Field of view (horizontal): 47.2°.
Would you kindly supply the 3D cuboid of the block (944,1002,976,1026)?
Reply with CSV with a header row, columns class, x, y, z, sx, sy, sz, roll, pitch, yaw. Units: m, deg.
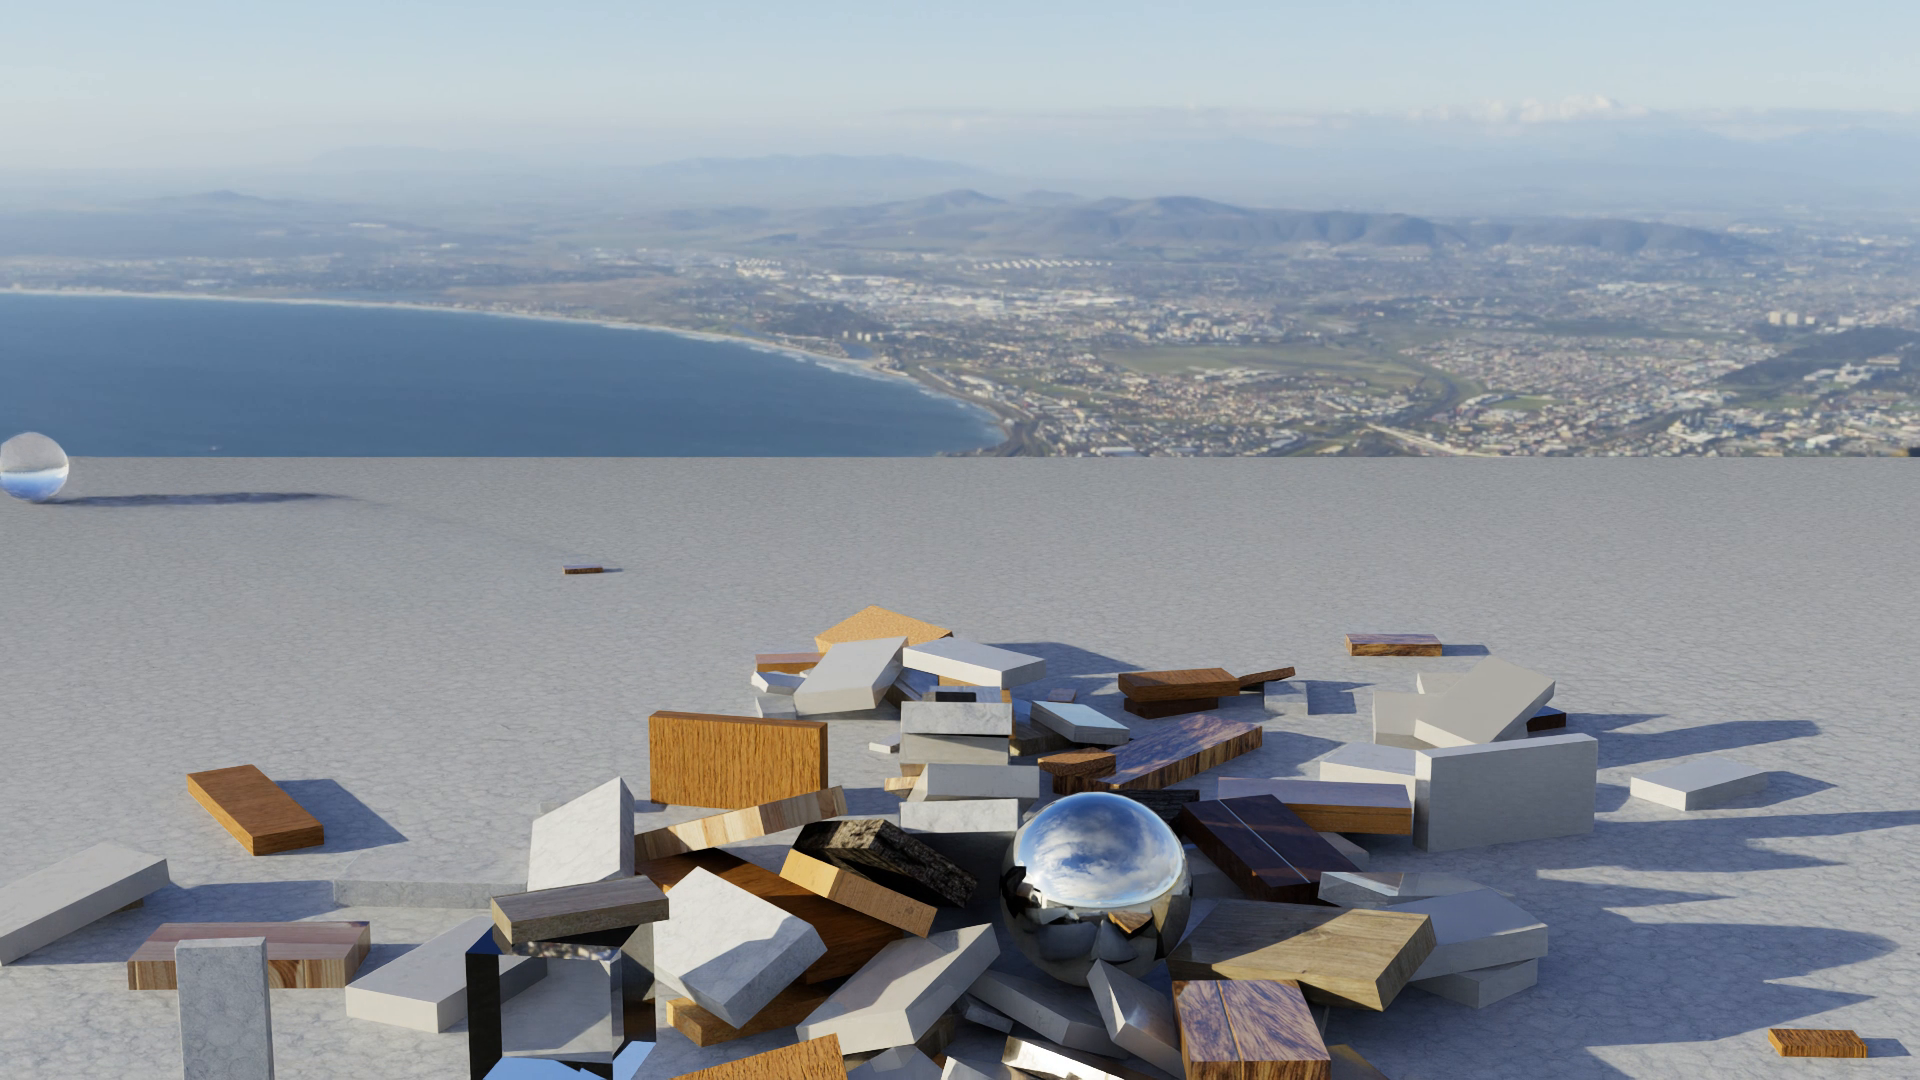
class,x,y,z,sx,sy,sz,roll,pitch,yaw
block,-0.052,0.678,3.140,0.136,0.019,0.068,-4,11,-22

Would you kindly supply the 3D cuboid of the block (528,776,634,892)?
class,x,y,z,sx,sy,sz,roll,pitch,yaw
block,-0.618,0.516,3.596,0.168,0.048,0.337,-28,21,2

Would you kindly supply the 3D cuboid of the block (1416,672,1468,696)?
class,x,y,z,sx,sy,sz,roll,pitch,yaw
block,1.037,0.356,4.632,0.108,0.031,0.229,0,30,1

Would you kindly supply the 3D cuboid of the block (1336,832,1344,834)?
class,x,y,z,sx,sy,sz,roll,pitch,yaw
block,0.604,0.513,3.985,0.249,0.035,0.125,-9,14,-40

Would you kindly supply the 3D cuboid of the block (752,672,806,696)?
class,x,y,z,sx,sy,sz,roll,pitch,yaw
block,-0.384,0.325,4.909,0.144,0.020,0.072,10,15,-34

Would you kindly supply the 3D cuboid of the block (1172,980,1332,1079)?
class,x,y,z,sx,sy,sz,roll,pitch,yaw
block,0.380,0.656,2.909,0.173,0.049,0.346,-1,5,2

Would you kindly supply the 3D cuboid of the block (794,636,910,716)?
class,x,y,z,sx,sy,sz,roll,pitch,yaw
block,-0.235,0.300,4.893,0.175,0.050,0.351,-6,14,14

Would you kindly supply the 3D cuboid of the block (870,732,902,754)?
class,x,y,z,sx,sy,sz,roll,pitch,yaw
block,-0.134,0.419,4.551,0.053,0.015,0.105,7,13,34

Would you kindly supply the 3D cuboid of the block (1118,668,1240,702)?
class,x,y,z,sx,sy,sz,roll,pitch,yaw
block,0.485,0.321,4.880,0.242,0.034,0.121,-2,11,-13

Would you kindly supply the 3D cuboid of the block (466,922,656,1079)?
class,x,y,z,sx,sy,sz,roll,pitch,yaw
block,-0.535,0.620,2.970,0.196,0.196,0.196,2,11,8

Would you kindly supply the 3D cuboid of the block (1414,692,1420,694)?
class,x,y,z,sx,sy,sz,roll,pitch,yaw
block,1.075,0.355,4.863,0.186,0.026,0.093,-6,12,-30

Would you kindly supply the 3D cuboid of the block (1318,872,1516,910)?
class,x,y,z,sx,sy,sz,roll,pitch,yaw
block,0.730,0.569,3.505,0.293,0.042,0.147,6,4,-35

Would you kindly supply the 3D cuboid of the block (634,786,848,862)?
class,x,y,z,sx,sy,sz,roll,pitch,yaw
block,-0.403,0.480,3.641,0.164,0.046,0.517,-9,-7,-40

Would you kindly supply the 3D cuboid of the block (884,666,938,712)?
class,x,y,z,sx,sy,sz,roll,pitch,yaw
block,-0.062,0.339,4.886,0.176,0.050,0.351,-4,11,-19

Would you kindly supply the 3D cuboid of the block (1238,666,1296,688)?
class,x,y,z,sx,sy,sz,roll,pitch,yaw
block,0.688,0.315,5.017,0.144,0.020,0.072,-7,-11,-33

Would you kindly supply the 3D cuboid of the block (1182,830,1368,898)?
class,x,y,z,sx,sy,sz,roll,pitch,yaw
block,0.429,0.557,3.732,0.518,0.042,0.147,-4,11,-20

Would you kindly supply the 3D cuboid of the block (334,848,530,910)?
class,x,y,z,sx,sy,sz,roll,pitch,yaw
block,-0.862,0.566,3.674,0.319,0.045,0.159,1,11,4

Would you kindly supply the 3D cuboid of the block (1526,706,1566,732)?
class,x,y,z,sx,sy,sz,roll,pitch,yaw
block,1.173,0.383,4.698,0.217,0.031,0.108,-5,12,-25

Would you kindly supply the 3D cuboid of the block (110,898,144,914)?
class,x,y,z,sx,sy,sz,roll,pitch,yaw
block,-1.428,0.583,3.641,0.086,0.024,0.171,-9,14,-40

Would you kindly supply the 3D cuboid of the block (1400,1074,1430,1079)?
class,x,y,z,sx,sy,sz,roll,pitch,yaw
block,0.588,0.730,2.868,0.058,0.016,0.115,6,12,31

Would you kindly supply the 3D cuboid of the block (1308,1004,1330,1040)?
class,x,y,z,sx,sy,sz,roll,pitch,yaw
block,0.468,0.669,3.153,0.116,0.033,0.324,3,11,14

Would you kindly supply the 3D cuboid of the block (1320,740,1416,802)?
class,x,y,z,sx,sy,sz,roll,pitch,yaw
block,0.903,0.458,4.246,0.371,0.049,0.173,6,12,31

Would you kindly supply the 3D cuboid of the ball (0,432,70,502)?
class,x,y,z,sx,sy,sz,roll,pitch,yaw
ball,-3.177,-0.247,7.521,0.240,0.240,0.240,0,11,0

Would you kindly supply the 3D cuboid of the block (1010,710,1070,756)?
class,x,y,z,sx,sy,sz,roll,pitch,yaw
block,0.109,0.399,4.602,0.121,0.034,0.246,-7,12,-32

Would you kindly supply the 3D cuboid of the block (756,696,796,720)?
class,x,y,z,sx,sy,sz,roll,pitch,yaw
block,-0.403,0.368,4.805,0.073,0.021,0.146,-2,11,-10

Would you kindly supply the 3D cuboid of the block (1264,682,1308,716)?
class,x,y,z,sx,sy,sz,roll,pitch,yaw
block,0.723,0.351,4.886,0.093,0.026,0.186,1,11,7

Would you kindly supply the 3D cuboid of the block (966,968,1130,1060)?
class,x,y,z,sx,sy,sz,roll,pitch,yaw
block,0.119,0.659,3.076,0.123,0.035,0.247,21,-4,-35

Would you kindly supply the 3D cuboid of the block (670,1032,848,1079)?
class,x,y,z,sx,sy,sz,roll,pitch,yaw
block,-0.280,0.687,2.678,0.291,0.041,0.145,-14,12,-6

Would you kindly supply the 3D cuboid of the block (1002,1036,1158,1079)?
class,x,y,z,sx,sy,sz,roll,pitch,yaw
block,0.283,0.716,2.758,0.508,0.035,0.123,10,-8,42

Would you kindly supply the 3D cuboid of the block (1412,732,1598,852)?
class,x,y,z,sx,sy,sz,roll,pitch,yaw
block,0.979,0.451,3.942,0.346,0.173,0.049,-4,11,-19

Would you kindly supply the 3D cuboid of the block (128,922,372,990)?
class,x,y,z,sx,sy,sz,roll,pitch,yaw
block,-1.073,0.629,3.335,0.319,0.045,0.159,0,11,-1

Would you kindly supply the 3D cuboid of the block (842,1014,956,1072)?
class,x,y,z,sx,sy,sz,roll,pitch,yaw
block,-0.142,0.703,2.900,0.118,0.034,0.340,3,14,29

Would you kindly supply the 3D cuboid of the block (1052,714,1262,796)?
class,x,y,z,sx,sy,sz,roll,pitch,yaw
block,0.402,0.435,4.386,0.152,0.043,0.532,8,13,37

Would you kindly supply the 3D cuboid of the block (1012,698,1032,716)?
class,x,y,z,sx,sy,sz,roll,pitch,yaw
block,0.147,0.375,4.770,0.072,0.020,0.178,-8,13,-38

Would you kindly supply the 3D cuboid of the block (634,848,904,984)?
class,x,y,z,sx,sy,sz,roll,pitch,yaw
block,-0.313,0.570,3.385,0.168,0.048,0.545,-7,10,-36

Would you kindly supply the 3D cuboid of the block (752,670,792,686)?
class,x,y,z,sx,sy,sz,roll,pitch,yaw
block,-0.404,0.327,5.031,0.072,0.020,0.143,-10,15,-43

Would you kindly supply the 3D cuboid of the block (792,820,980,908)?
class,x,y,z,sx,sy,sz,roll,pitch,yaw
block,-0.122,0.503,3.426,0.173,0.049,0.416,34,-17,-13

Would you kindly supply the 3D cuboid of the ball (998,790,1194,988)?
class,x,y,z,sx,sy,sz,roll,pitch,yaw
ball,0.202,0.518,3.266,0.289,0.289,0.289,0,11,0

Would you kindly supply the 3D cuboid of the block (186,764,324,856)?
class,x,y,z,sx,sy,sz,roll,pitch,yaw
block,-1.311,0.496,4.076,0.125,0.035,0.458,-7,12,-32

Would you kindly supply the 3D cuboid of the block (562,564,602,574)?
class,x,y,z,sx,sy,sz,roll,pitch,yaw
block,-1.090,0.084,6.350,0.109,0.015,0.054,-3,11,-17

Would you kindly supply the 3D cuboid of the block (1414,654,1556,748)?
class,x,y,z,sx,sy,sz,roll,pitch,yaw
block,1.075,0.343,4.495,0.152,0.043,0.304,23,38,34

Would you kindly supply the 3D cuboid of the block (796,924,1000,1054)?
class,x,y,z,sx,sy,sz,roll,pitch,yaw
block,-0.079,0.617,3.023,0.164,0.046,0.328,-14,5,23

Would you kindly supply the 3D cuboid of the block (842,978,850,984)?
class,x,y,z,sx,sy,sz,roll,pitch,yaw
block,-0.103,0.663,3.222,0.136,0.019,0.068,-1,11,-4

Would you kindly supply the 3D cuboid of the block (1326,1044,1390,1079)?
class,x,y,z,sx,sy,sz,roll,pitch,yaw
block,0.498,0.714,2.822,0.116,0.033,0.231,-3,11,-18
